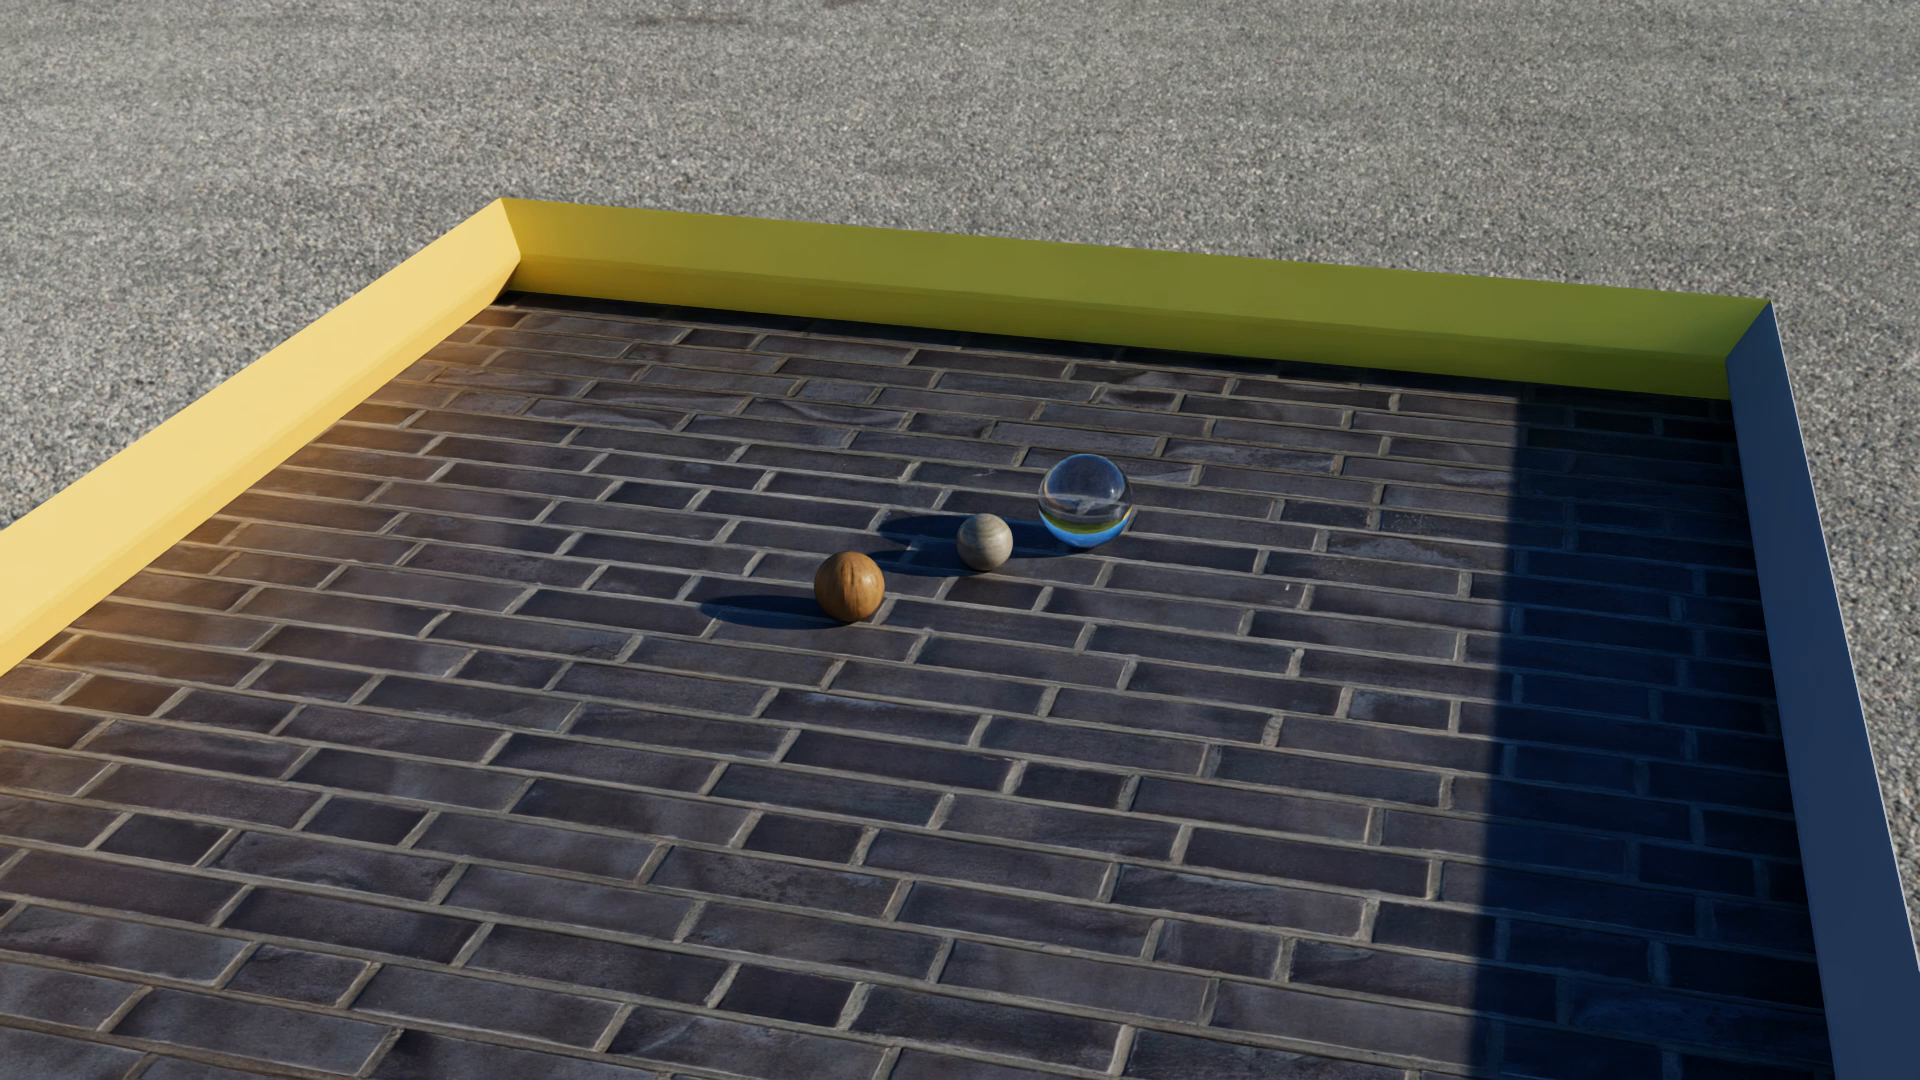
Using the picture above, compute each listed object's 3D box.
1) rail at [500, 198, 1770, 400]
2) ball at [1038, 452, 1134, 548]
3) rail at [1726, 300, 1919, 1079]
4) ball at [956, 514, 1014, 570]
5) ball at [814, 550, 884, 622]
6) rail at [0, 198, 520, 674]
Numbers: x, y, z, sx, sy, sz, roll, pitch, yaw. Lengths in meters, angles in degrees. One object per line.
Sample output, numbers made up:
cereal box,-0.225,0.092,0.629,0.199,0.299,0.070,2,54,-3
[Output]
rail,0.163,-0.303,2.777,1.626,0.129,0.045,6,27,13
ball,0.130,-0.041,2.274,0.099,0.099,0.099,0,26,0
rail,0.595,0.350,1.436,0.045,0.129,2.723,6,27,13
ball,0.025,0.002,2.232,0.059,0.059,0.059,0,26,0
ball,-0.107,0.045,2.132,0.069,0.069,0.069,0,26,0
rail,-0.934,0.178,1.788,0.045,0.129,2.723,6,27,13
